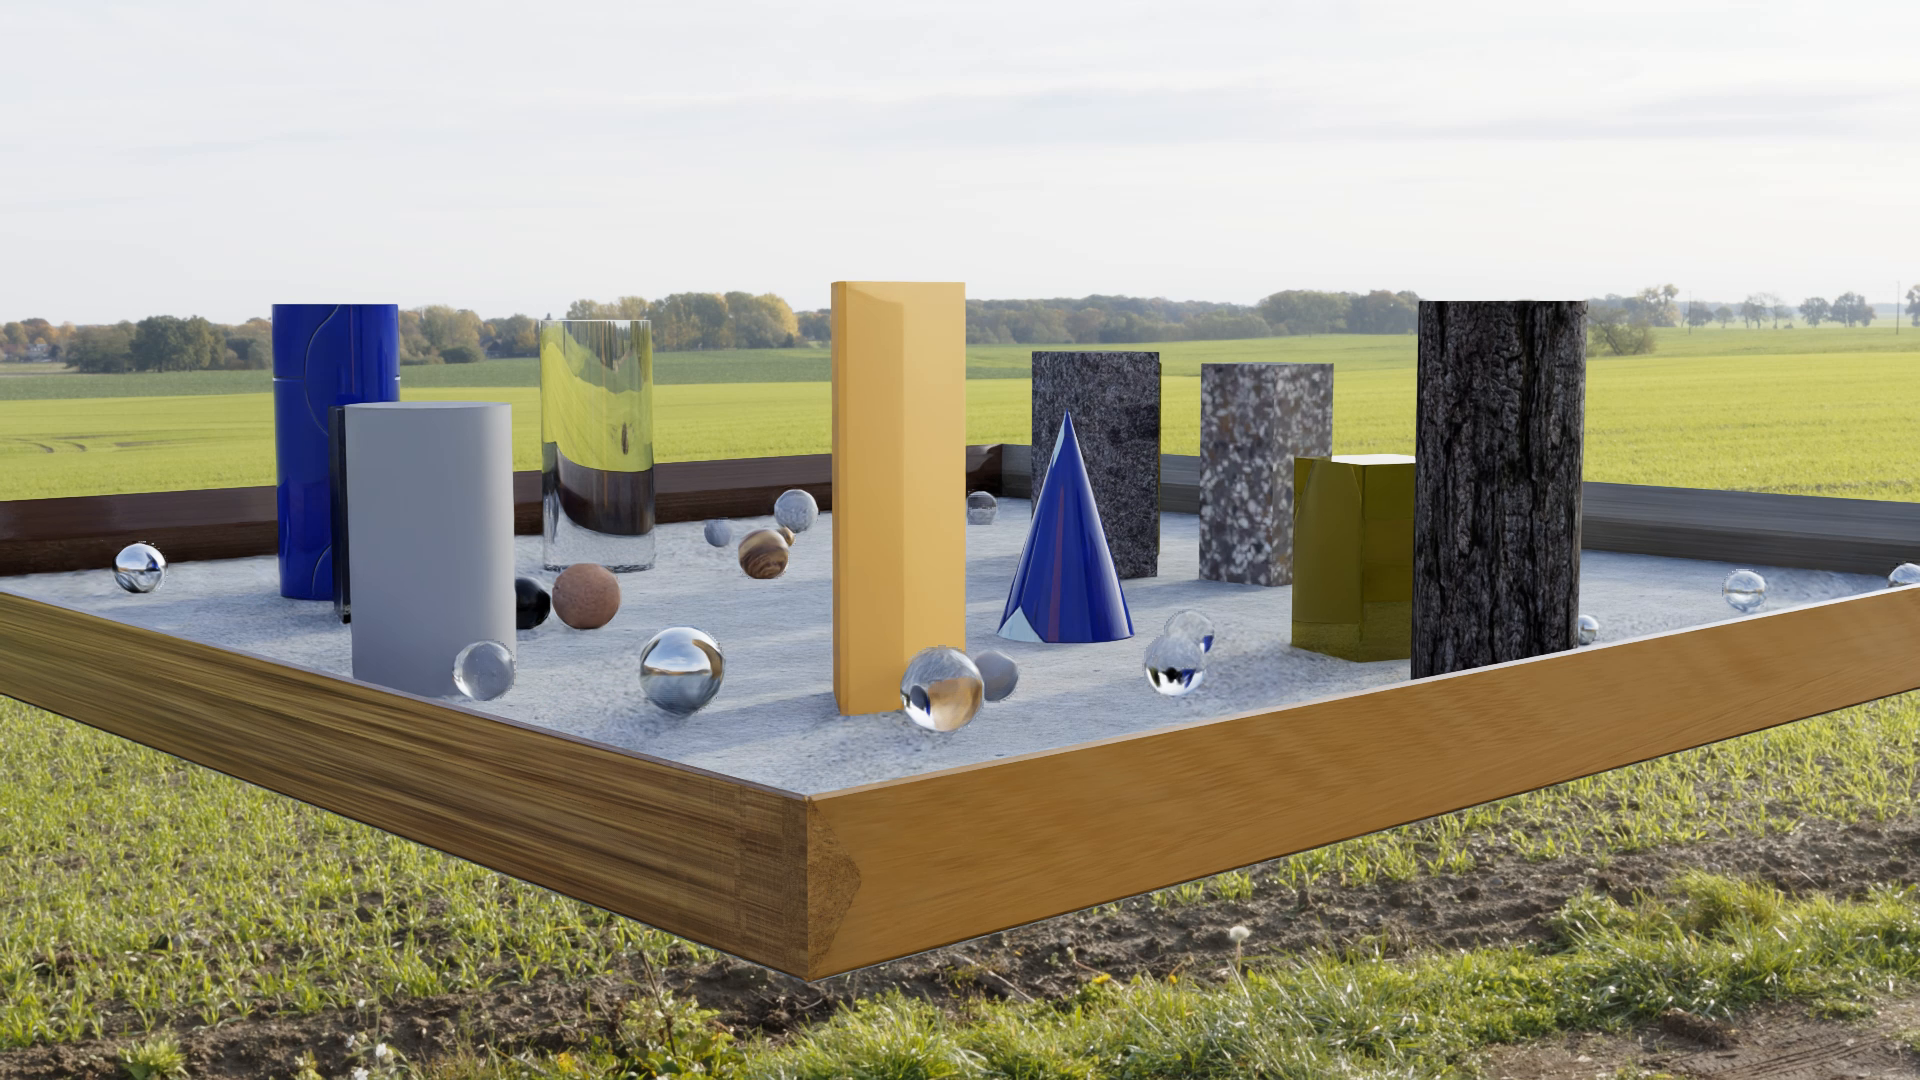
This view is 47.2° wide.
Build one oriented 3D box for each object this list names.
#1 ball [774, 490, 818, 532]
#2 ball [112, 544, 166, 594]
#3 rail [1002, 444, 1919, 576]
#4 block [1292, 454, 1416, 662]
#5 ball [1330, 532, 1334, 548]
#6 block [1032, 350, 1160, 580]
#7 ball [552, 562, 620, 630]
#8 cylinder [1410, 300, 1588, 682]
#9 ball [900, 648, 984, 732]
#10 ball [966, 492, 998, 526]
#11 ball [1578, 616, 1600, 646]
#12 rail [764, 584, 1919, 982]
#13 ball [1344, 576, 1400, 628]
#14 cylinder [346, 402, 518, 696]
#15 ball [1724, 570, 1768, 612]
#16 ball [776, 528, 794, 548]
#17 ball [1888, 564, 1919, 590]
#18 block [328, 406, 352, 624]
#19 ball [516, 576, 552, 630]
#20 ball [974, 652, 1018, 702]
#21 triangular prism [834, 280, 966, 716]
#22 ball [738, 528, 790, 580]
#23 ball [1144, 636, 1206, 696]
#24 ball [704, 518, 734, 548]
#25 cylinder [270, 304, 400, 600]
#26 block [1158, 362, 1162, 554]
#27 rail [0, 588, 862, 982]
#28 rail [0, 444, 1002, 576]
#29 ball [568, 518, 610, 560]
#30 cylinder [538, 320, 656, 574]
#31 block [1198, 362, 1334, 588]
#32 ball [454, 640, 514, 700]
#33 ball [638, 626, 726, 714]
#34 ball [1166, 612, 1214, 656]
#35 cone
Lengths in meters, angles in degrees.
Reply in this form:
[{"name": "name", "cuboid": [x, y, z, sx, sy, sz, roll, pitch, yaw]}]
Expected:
[{"name": "ball", "cuboid": [-0.326, -0.058, 4.370, 0.087, 0.087, 0.087, 0, 6, 0]}, {"name": "ball", "cuboid": [-1.281, 0.045, 3.434, 0.079, 0.079, 0.079, 0, 6, 0]}, {"name": "rail", "cuboid": [0.981, -0.063, 4.233, 0.045, 0.124, 2.650, -6, 8, -42]}, {"name": "block", "cuboid": [0.539, 0.020, 2.857, 0.152, 0.250, 0.152, -3, 7, -25]}, {"name": "ball", "cuboid": [0.666, 0.001, 4.034, 0.041, 0.041, 0.041, 0, 6, 0]}, {"name": "block", "cuboid": [0.224, -0.128, 3.670, 0.152, 0.373, 0.152, -3, 7, -30]}, {"name": "ball", "cuboid": [-0.518, 0.078, 3.047, 0.094, 0.094, 0.094, 0, 6, 0]}, {"name": "cylinder", "cuboid": [0.628, -0.052, 2.570, 0.191, 0.453, 0.191, 0, 6, 0]}, {"name": "ball", "cuboid": [-0.019, 0.158, 2.314, 0.089, 0.089, 0.089, 0, 6, 0]}, {"name": "ball", "cuboid": [0.042, -0.064, 4.510, 0.071, 0.071, 0.071, 0, 6, 0]}, {"name": "ball", "cuboid": [0.826, 0.120, 2.911, 0.040, 0.040, 0.040, 0, 6, 0]}, {"name": "rail", "cuboid": [0.882, 0.132, 2.381, 2.718, 0.124, 0.045, -6, 8, -42]}, {"name": "ball", "cuboid": [0.574, 0.086, 3.062, 0.075, 0.075, 0.075, 0, 6, 0]}, {"name": "cylinder", "cuboid": [-0.625, 0.006, 2.603, 0.191, 0.332, 0.191, 0, 6, 0]}, {"name": "ball", "cuboid": [1.157, 0.075, 3.239, 0.060, 0.060, 0.060, 0, 6, 0]}, {"name": "ball", "cuboid": [-0.328, -0.004, 4.081, 0.041, 0.041, 0.041, 0, 6, 0]}, {"name": "ball", "cuboid": [1.435, 0.066, 3.325, 0.060, 0.060, 0.060, 0, 6, 0]}, {"name": "block", "cuboid": [-0.829, -0.042, 3.196, 0.152, 0.302, 0.152, -2, 6, -21]}, {"name": "ball", "cuboid": [-0.605, 0.088, 3.050, 0.075, 0.075, 0.075, 0, 6, 0]}, {"name": "ball", "cuboid": [0.038, 0.154, 2.485, 0.056, 0.056, 0.056, 0, 6, 0]}, {"name": "triangular prism", "cuboid": [-0.102, -0.054, 2.490, 0.165, 0.473, 0.143, -4, 7, -36]}, {"name": "ball", "cuboid": [-0.323, 0.023, 3.611, 0.085, 0.085, 0.085, 0, 6, 0]}, {"name": "ball", "cuboid": [0.248, 0.145, 2.528, 0.070, 0.070, 0.070, 0, 6, 0]}, {"name": "ball", "cuboid": [-0.450, -0.013, 4.107, 0.054, 0.054, 0.054, 0, 6, 0]}, {"name": "cylinder", "cuboid": [-0.969, -0.142, 3.431, 0.191, 0.451, 0.191, 0, 6, 0]}, {"name": "block", "cuboid": [0.260, -0.149, 3.999, 0.152, 0.347, 0.152, -3, 7, -26]}, {"name": "rail", "cuboid": [-0.981, 0.127, 2.432, 0.045, 0.124, 2.650, -6, 8, -42]}, {"name": "rail", "cuboid": [-0.882, -0.068, 4.283, 2.718, 0.124, 0.045, -6, 8, -42]}, {"name": "ball", "cuboid": [-0.660, -0.003, 3.910, 0.075, 0.075, 0.075, 0, 6, 0]}, {"name": "cylinder", "cuboid": [-0.620, -0.163, 3.765, 0.191, 0.423, 0.191, 0, 6, 0]}, {"name": "block", "cuboid": [0.502, -0.112, 3.611, 0.152, 0.355, 0.152, -6, 8, -43]}, {"name": "ball", "cuboid": [-0.542, 0.149, 2.501, 0.068, 0.068, 0.068, 0, 6, 0]}, {"name": "ball", "cuboid": [-0.307, 0.143, 2.424, 0.095, 0.095, 0.095, 0, 6, 0]}, {"name": "ball", "cuboid": [0.292, 0.122, 2.787, 0.062, 0.062, 0.062, 0, 6, 0]}, {"name": "cone", "cuboid": [0.146, -0.027, 3.007, 0.191, 0.311, 0.191, 0, 6, 0]}]
